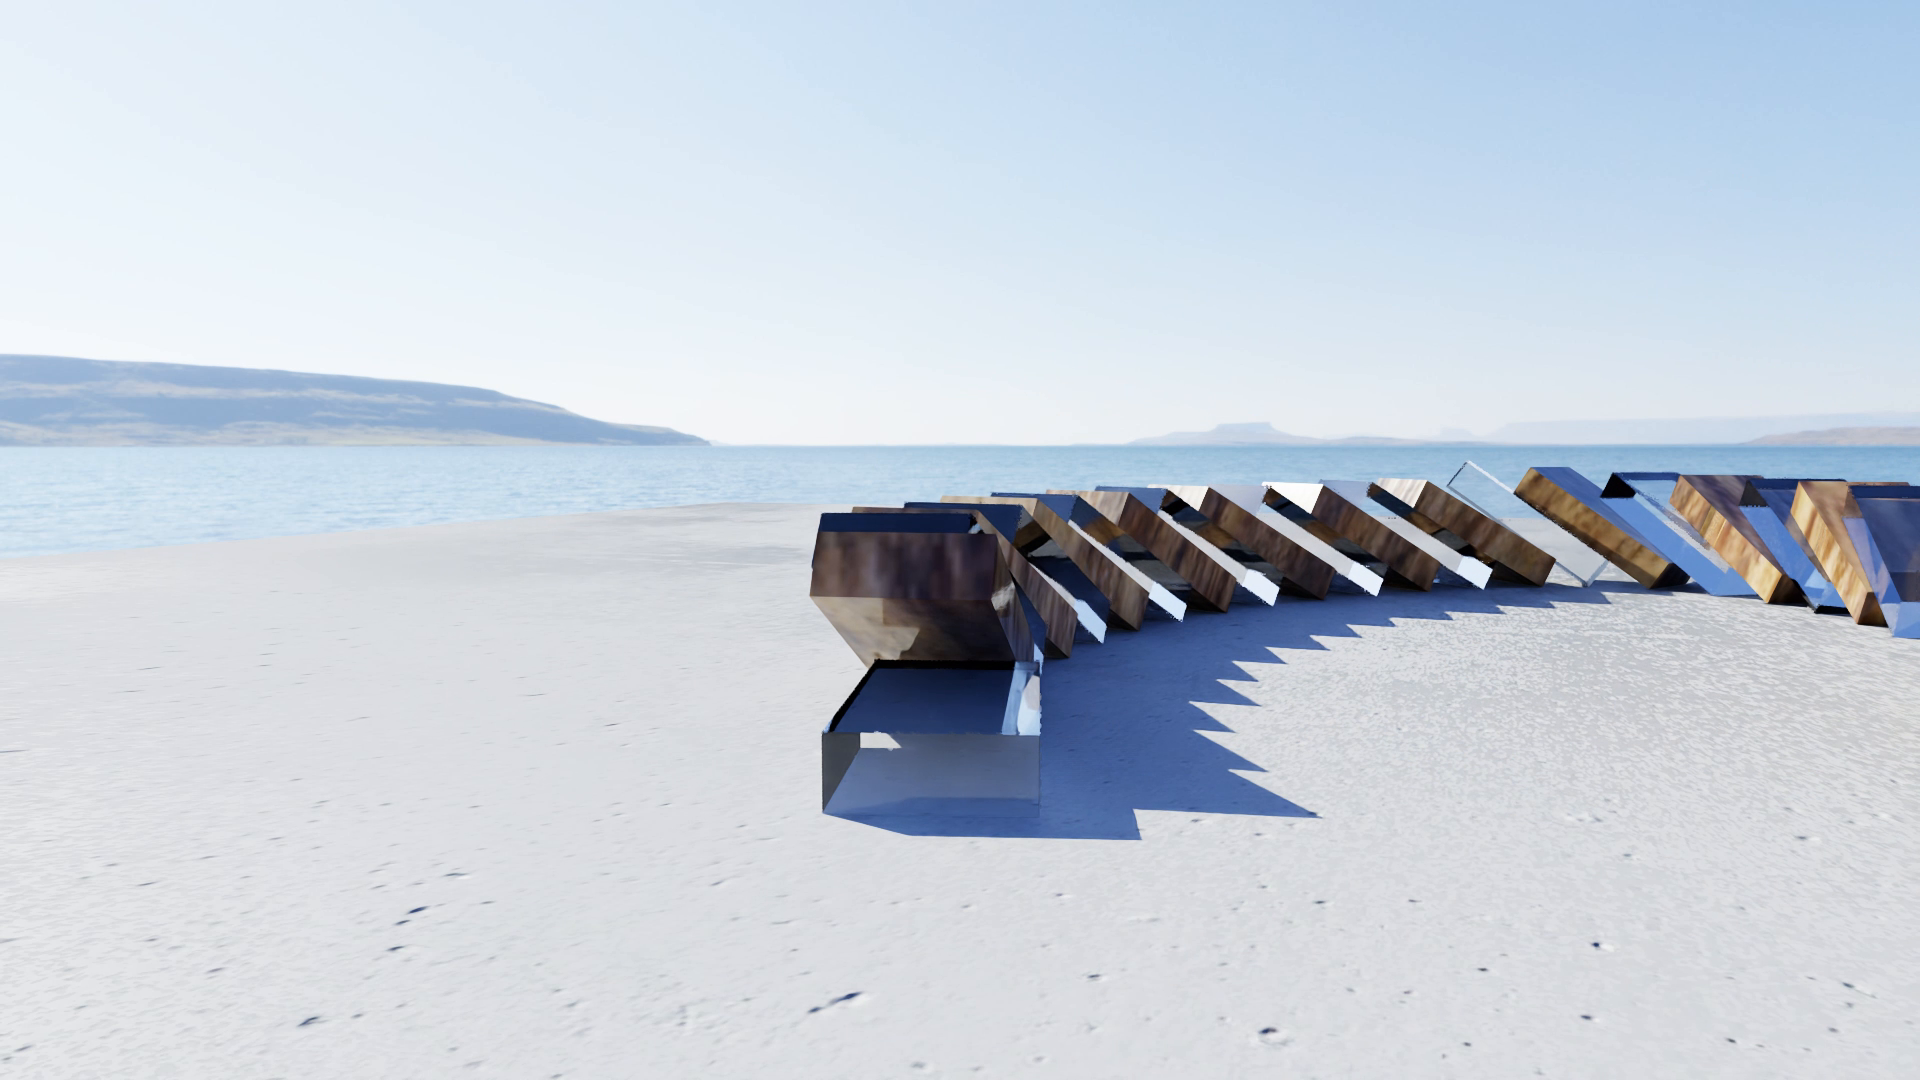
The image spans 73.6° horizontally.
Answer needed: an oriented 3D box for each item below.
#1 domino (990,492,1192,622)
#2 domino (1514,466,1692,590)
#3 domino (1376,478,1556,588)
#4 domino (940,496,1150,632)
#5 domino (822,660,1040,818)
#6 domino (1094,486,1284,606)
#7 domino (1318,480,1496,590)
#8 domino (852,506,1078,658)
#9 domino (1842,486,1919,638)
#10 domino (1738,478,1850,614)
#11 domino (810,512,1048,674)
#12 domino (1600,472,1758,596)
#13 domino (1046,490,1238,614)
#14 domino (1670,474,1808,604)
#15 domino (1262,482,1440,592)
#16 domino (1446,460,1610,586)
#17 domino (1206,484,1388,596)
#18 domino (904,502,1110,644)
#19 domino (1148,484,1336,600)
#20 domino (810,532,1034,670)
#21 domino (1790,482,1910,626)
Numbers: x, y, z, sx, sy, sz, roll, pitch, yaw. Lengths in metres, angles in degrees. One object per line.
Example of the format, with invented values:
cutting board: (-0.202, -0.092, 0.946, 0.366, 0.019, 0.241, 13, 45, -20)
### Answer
domino: (0.030, 0.004, 0.300, 0.025, 0.009, 0.050, 4, -22, 44)
domino: (0.199, -0.005, 0.394, 0.025, 0.009, 0.050, -3, 38, -39)
domino: (0.151, -0.002, 0.387, 0.050, 0.009, 0.025, 28, -3, -14)
domino: (0.018, 0.006, 0.282, 0.025, 0.009, 0.050, 3, -22, 39)
domino: (-0.002, 0.025, 0.172, 0.025, 0.009, 0.050, 0, 4, 3)
domino: (0.058, 0.002, 0.333, 0.050, 0.010, 0.025, 31, -15, -34)
domino: (0.130, -0.002, 0.380, 0.050, 0.009, 0.025, 28, -5, -19)
domino: (0.001, 0.009, 0.242, 0.025, 0.009, 0.050, 2, -22, 28)
domino: (0.225, 0.004, 0.296, 0.025, 0.009, 0.050, 2, 33, 21)
domino: (0.229, 0.001, 0.338, 0.025, 0.009, 0.050, 1, 34, 7)
domino: (-0.004, 0.010, 0.219, 0.025, 0.010, 0.050, 1, -23, 19)
domino: (0.217, -0.003, 0.380, 0.025, 0.009, 0.050, -1, 35, -17)
domino: (0.044, 0.003, 0.316, 0.025, 0.010, 0.050, 4, -21, 46)
domino: (0.225, -0.001, 0.360, 0.025, 0.010, 0.050, 0, 34, -5)
domino: (0.111, -0.001, 0.369, 0.050, 0.010, 0.025, 28, -8, -25)
domino: (0.176, -0.006, 0.398, 0.050, 0.009, 0.025, 40, 18, 17)
domino: (0.093, 0.000, 0.359, 0.050, 0.010, 0.025, 29, -10, -27)
domino: (0.010, 0.007, 0.261, 0.025, 0.009, 0.050, 2, -22, 28)
domino: (0.075, 0.001, 0.348, 0.050, 0.009, 0.025, 29, -10, -27)
domino: (-0.004, 0.013, 0.197, 0.025, 0.009, 0.050, 1, -22, 10)
domino: (0.228, 0.002, 0.317, 0.025, 0.009, 0.050, 1, 34, 14)
